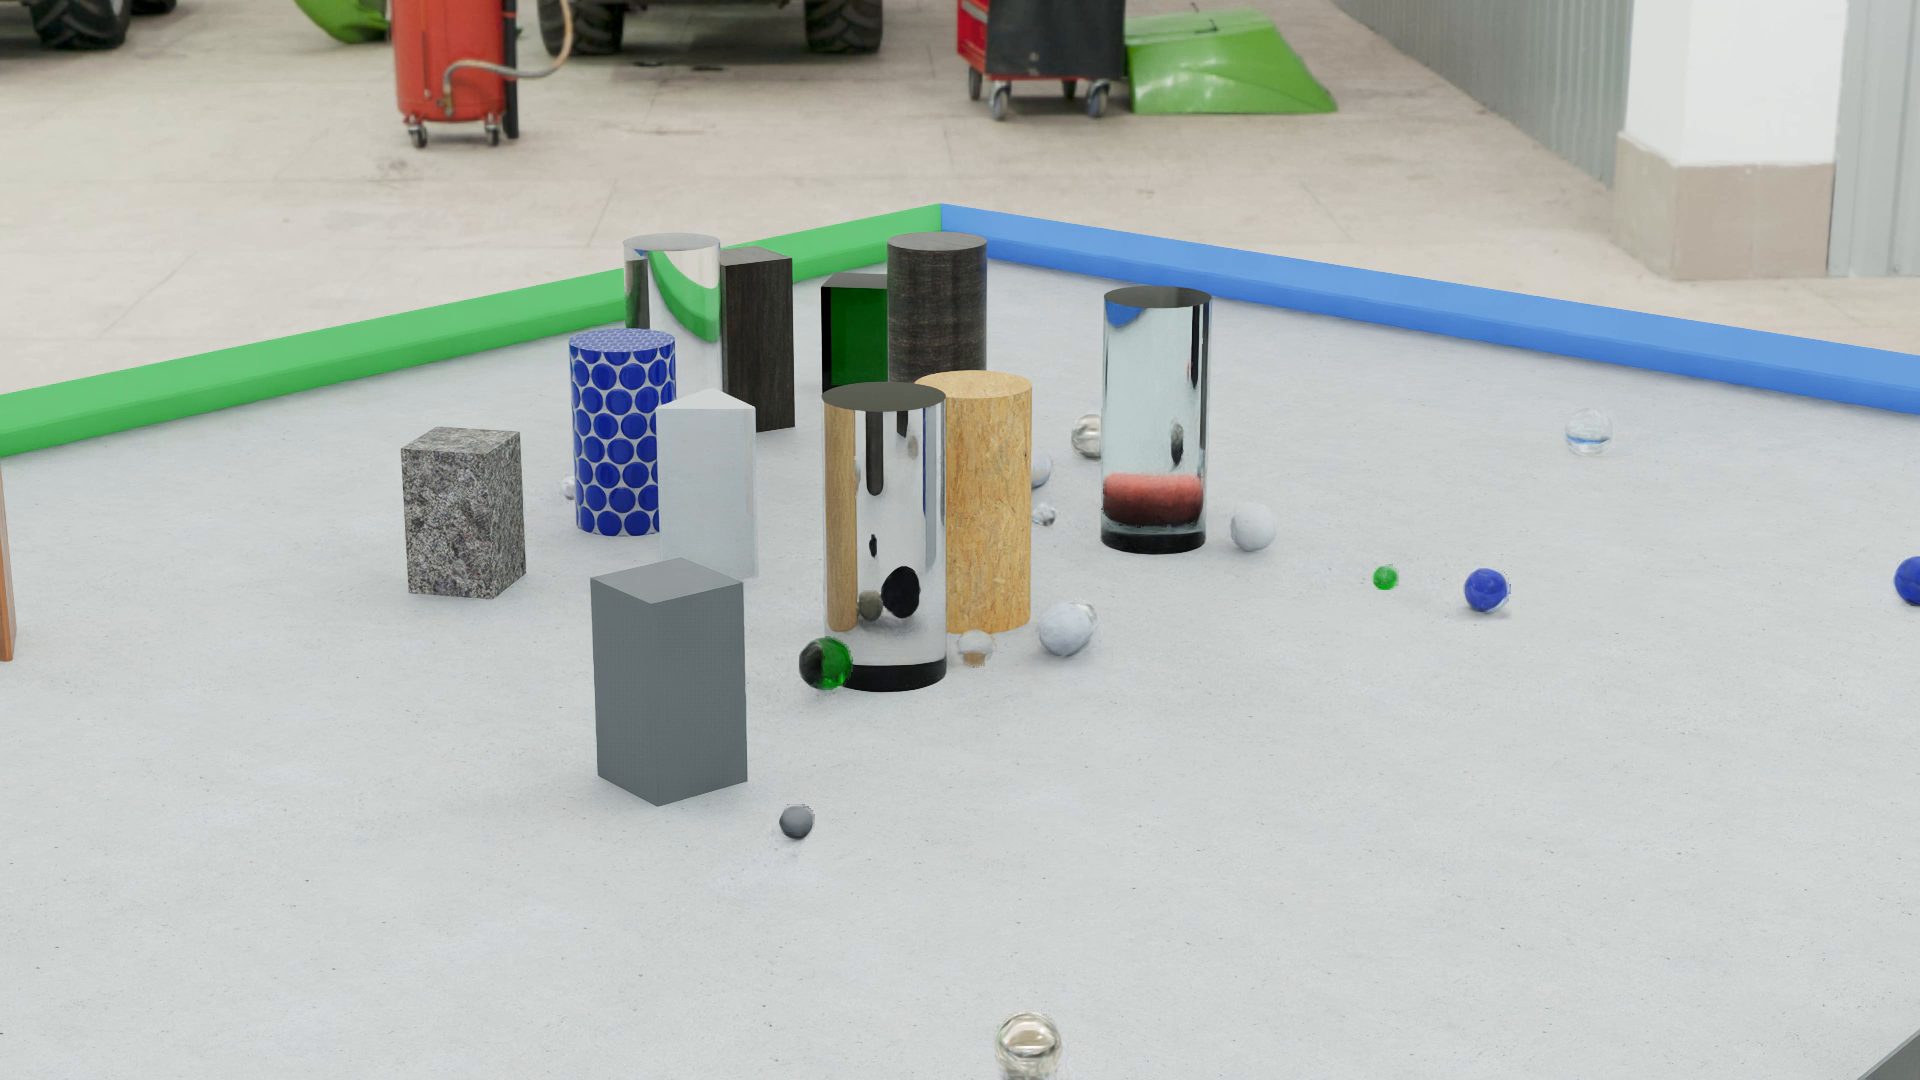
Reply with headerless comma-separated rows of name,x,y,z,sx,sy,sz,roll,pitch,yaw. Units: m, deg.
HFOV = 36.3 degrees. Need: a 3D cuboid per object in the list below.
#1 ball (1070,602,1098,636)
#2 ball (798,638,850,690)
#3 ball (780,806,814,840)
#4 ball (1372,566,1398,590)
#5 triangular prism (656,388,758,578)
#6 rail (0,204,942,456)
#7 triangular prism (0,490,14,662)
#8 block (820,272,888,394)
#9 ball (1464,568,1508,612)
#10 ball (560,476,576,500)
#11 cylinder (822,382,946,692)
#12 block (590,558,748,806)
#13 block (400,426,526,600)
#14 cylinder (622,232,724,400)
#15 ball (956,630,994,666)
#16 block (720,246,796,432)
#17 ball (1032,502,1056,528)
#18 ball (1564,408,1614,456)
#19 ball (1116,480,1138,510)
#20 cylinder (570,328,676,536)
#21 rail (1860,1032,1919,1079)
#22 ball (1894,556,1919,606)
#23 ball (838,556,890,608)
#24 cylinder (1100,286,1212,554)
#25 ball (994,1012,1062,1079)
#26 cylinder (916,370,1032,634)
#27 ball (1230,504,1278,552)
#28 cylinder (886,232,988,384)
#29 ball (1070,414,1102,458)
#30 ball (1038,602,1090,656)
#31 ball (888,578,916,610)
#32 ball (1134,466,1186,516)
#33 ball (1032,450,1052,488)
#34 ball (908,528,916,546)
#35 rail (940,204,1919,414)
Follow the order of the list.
ball,0.198,0.134,4.894,0.065,0.065,0.065,0,17,0
ball,-0.214,0.196,4.631,0.083,0.083,0.083,0,17,0
ball,-0.227,0.392,4.070,0.047,0.047,0.047,0,17,0
ball,0.747,0.067,5.154,0.043,0.043,0.043,0,17,0
triangular prism,-0.447,-0.103,5.252,0.171,0.312,0.148,0,17,0
rail,-1.558,-0.358,6.415,0.045,0.128,4.639,14,22,39
triangular prism,-1.616,-0.014,4.828,0.171,0.388,0.148,5,17,15
block,-0.216,-0.457,6.539,0.158,0.248,0.158,3,17,9
ball,0.903,0.086,5.037,0.076,0.076,0.076,0,17,0
ball,-0.754,-0.101,5.706,0.046,0.046,0.046,0,17,0
cylinder,-0.120,-0.006,4.678,0.197,0.459,0.197,0,17,0
block,-0.421,0.203,4.249,0.158,0.305,0.158,-13,21,-37
block,-0.872,-0.049,5.161,0.158,0.262,0.158,4,17,13
cylinder,-0.584,-0.394,6.001,0.197,0.438,0.197,0,17,0
ball,0.025,0.175,4.765,0.061,0.061,0.061,0,17,0
block,-0.460,-0.424,6.224,0.158,0.366,0.158,-10,20,-31
ball,0.159,-0.047,5.529,0.046,0.046,0.046,0,17,0
ball,1.290,-0.221,6.014,0.099,0.099,0.099,0,17,0
ball,0.327,-0.087,5.645,0.055,0.055,0.055,0,17,0
cylinder,-0.630,-0.204,5.517,0.197,0.353,0.197,0,17,0
rail,1.558,0.422,3.825,0.045,0.128,4.639,14,22,39
ball,1.659,0.070,5.070,0.087,0.087,0.087,0,17,0
ball,-0.165,0.072,5.036,0.088,0.088,0.088,0,17,0
cylinder,0.359,-0.222,5.391,0.197,0.460,0.197,0,17,0
ball,0.079,0.585,3.375,0.079,0.079,0.079,0,17,0
cylinder,0.022,-0.065,4.960,0.197,0.408,0.197,0,17,0
ball,0.539,-0.023,5.377,0.088,0.088,0.088,0,17,0
cylinder,-0.045,-0.360,5.824,0.197,0.475,0.197,0,17,0
ball,0.271,-0.213,6.003,0.090,0.090,0.090,0,17,0
ball,0.171,0.146,4.816,0.087,0.087,0.087,0,17,0
ball,-0.098,0.092,5.049,0.056,0.056,0.056,0,17,0
ball,0.380,-0.093,5.590,0.097,0.097,0.097,0,17,0
ball,0.144,-0.140,5.785,0.075,0.075,0.075,0,17,0
ball,-0.072,-0.007,5.399,0.044,0.044,0.044,0,17,0
rail,1.505,-0.468,6.780,4.173,0.128,0.045,14,22,39
